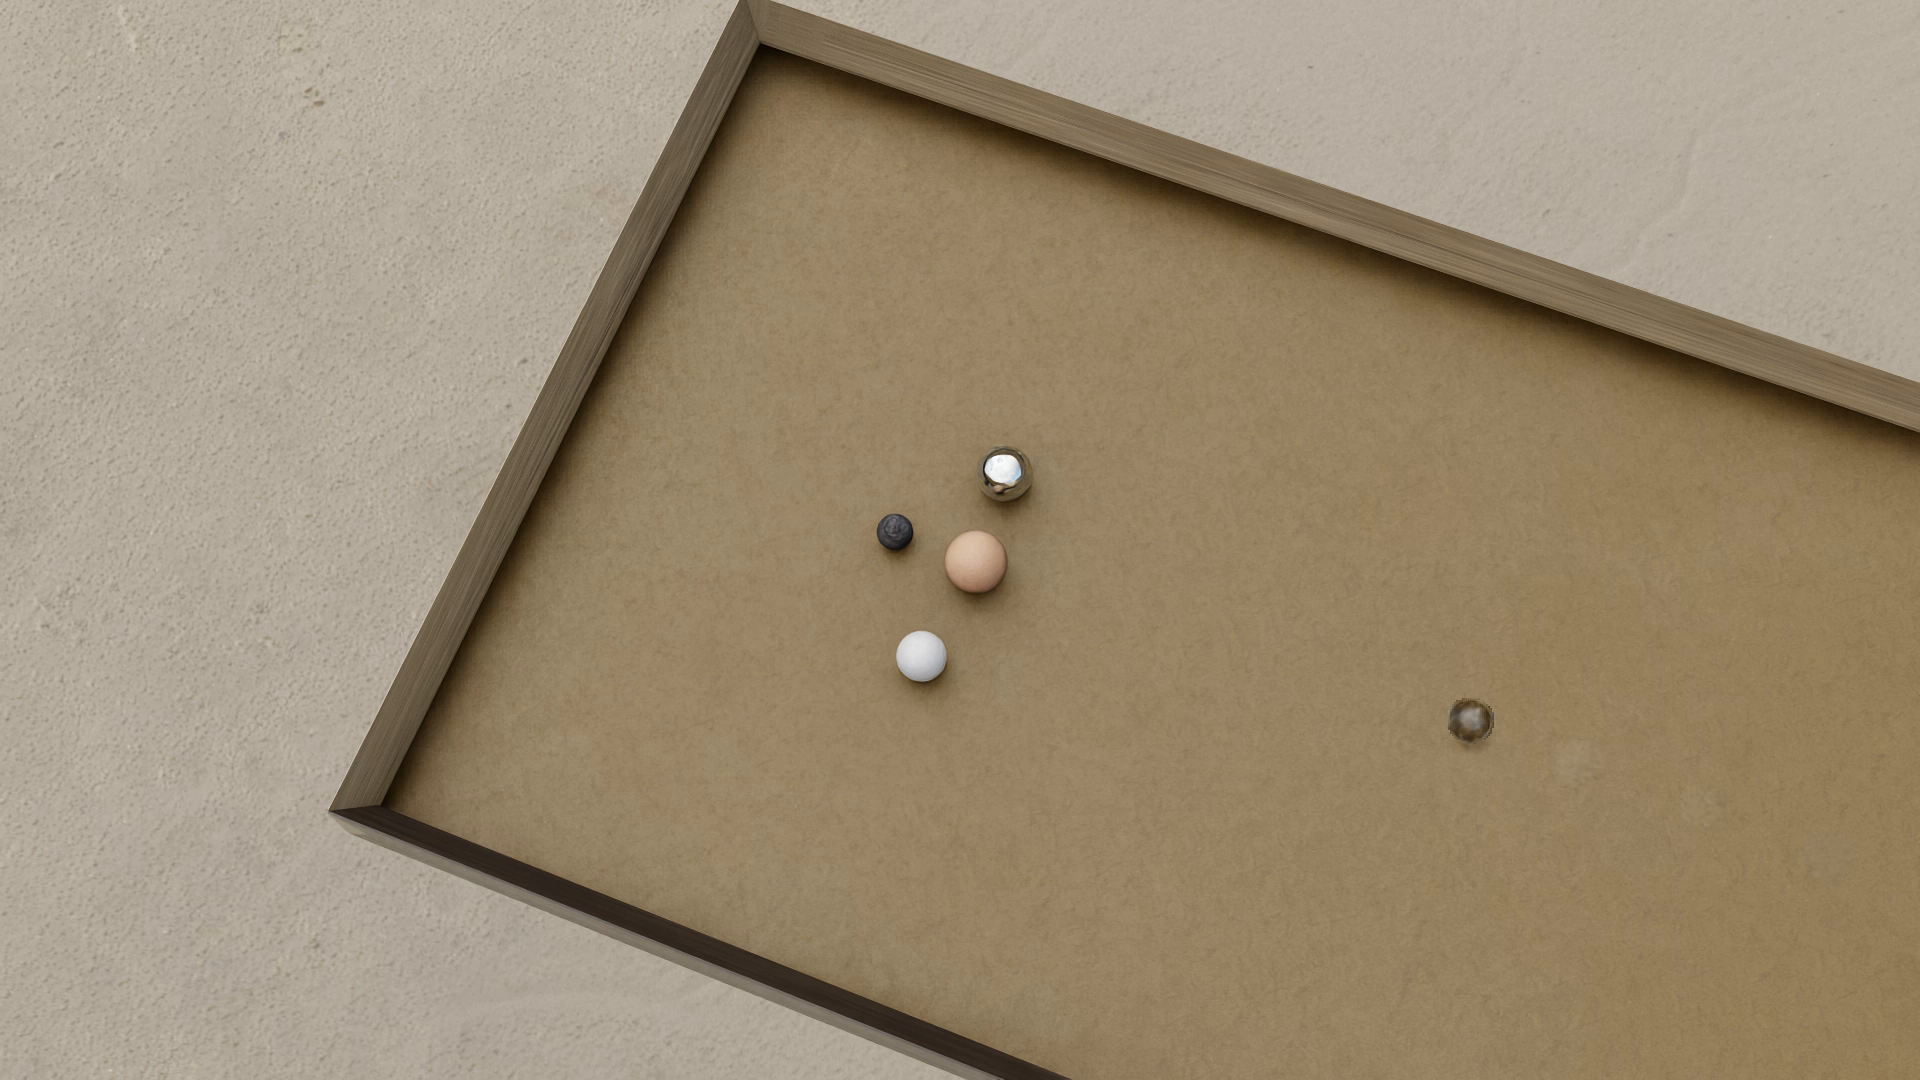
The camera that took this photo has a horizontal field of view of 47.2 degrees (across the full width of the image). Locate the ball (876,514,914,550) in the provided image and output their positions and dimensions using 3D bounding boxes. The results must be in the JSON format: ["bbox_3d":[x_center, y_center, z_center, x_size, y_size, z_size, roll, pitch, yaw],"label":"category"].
[{"bbox_3d":[-0.103,-0.013,3.482,0.058,0.058,0.058,0,69,0],"label":"ball"}]

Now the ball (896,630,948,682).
[{"bbox_3d":[-0.059,0.180,3.396,0.079,0.079,0.079,0,69,0],"label":"ball"}]

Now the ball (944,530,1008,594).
[{"bbox_3d":[0.025,0.034,3.442,0.100,0.100,0.100,0,69,0],"label":"ball"}]

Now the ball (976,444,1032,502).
[{"bbox_3d":[0.071,-0.107,3.502,0.090,0.090,0.090,0,69,0],"label":"ball"}]

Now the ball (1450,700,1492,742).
[{"bbox_3d":[0.781,0.276,3.367,0.064,0.064,0.064,0,69,0],"label":"ball"}]

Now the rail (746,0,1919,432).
[{"bbox_3d":[0.918,-0.418,3.602,2.782,0.129,0.045,20,70,8],"label":"rail"}]

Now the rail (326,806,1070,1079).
[{"bbox_3d":[0.377,0.872,3.098,2.782,0.129,0.045,20,70,8],"label":"rail"}]

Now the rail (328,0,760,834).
[{"bbox_3d":[-0.626,-0.237,3.531,0.045,0.129,1.534,20,70,8],"label":"rail"}]
